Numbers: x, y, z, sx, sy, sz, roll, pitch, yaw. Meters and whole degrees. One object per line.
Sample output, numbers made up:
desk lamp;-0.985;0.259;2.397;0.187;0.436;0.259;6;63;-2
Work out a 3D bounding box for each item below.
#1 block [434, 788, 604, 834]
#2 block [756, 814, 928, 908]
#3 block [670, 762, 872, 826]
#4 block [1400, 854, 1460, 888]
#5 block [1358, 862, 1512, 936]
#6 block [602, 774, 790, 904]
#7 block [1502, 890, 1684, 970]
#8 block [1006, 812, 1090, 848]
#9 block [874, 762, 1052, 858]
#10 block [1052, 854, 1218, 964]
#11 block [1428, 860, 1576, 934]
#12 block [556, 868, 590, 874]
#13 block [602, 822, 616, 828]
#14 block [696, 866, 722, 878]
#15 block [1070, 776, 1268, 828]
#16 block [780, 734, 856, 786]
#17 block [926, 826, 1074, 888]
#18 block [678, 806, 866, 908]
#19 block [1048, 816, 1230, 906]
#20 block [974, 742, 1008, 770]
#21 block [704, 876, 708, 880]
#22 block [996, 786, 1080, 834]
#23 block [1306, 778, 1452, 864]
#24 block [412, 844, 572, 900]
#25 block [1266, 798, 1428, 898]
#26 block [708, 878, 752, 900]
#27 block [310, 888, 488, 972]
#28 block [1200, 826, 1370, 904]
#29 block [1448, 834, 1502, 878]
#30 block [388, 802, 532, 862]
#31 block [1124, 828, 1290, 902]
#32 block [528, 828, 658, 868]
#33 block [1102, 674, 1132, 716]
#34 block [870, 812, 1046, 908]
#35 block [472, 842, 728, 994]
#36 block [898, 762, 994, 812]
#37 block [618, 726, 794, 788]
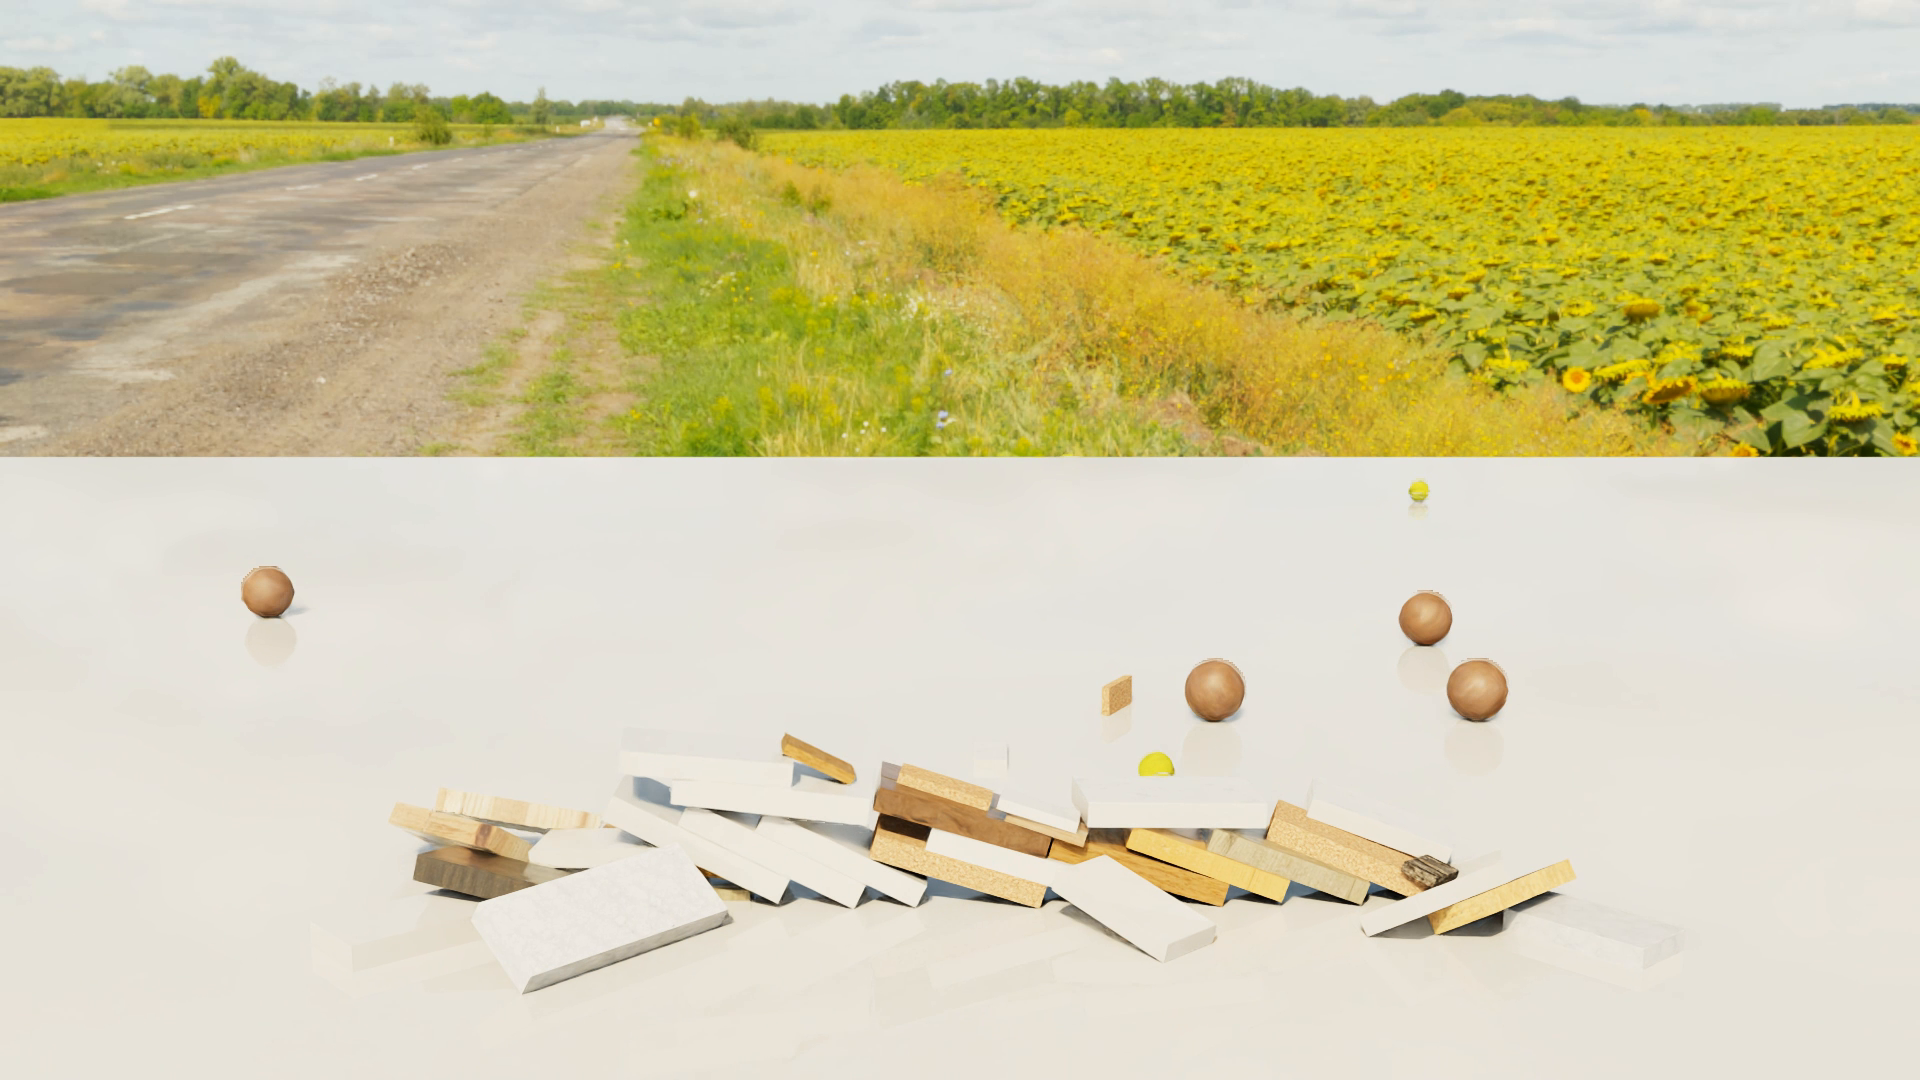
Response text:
block;-0.758;0.477;3.799;0.277;0.039;0.139;10;-13;-5
block;-0.193;0.507;3.657;0.292;0.041;0.146;26;10;-4
block;-0.307;0.407;3.622;0.319;0.045;0.159;7;11;-2
block;0.775;0.545;3.624;0.060;0.017;0.120;26;11;28
block;0.760;0.573;3.512;0.239;0.034;0.120;-9;-17;-42
block;-0.428;0.489;3.653;0.319;0.045;0.159;26;10;-4
block;0.995;0.612;3.458;0.123;0.035;0.246;-10;14;-42
block;0.145;0.464;3.599;0.134;0.019;0.067;18;11;7
block;0.004;0.446;3.639;0.292;0.041;0.146;16;10;-4
block;0.274;0.580;3.471;0.120;0.034;0.239;-10;29;-44
block;0.870;0.571;3.522;0.239;0.034;0.120;-10;-17;-42
block;-0.610;0.553;3.786;0.217;0.031;0.108;1;11;7
block;-0.566;0.514;3.845;0.108;0.031;0.217;2;-3;-5
block;-0.452;0.537;3.668;0.138;0.020;0.069;6;11;-1
block;0.345;0.434;3.650;0.298;0.042;0.149;1;10;-8
block;-0.234;0.361;3.620;0.126;0.018;0.063;27;7;-12
block;0.093;0.514;3.657;0.298;0.042;0.149;17;10;-2
block;-0.305;0.499;3.659;0.319;0.045;0.159;26;10;-4
block;0.294;0.527;3.670;0.298;0.042;0.149;16;10;-2
block;0.062;0.435;4.450;0.067;0.019;0.134;0;11;1
block;-0.492;0.560;3.669;0.138;0.020;0.069;1;11;5
block;0.129;0.441;3.589;0.134;0.019;0.067;17;11;3
block;0.715;0.482;3.760;0.246;0.035;0.123;20;13;5
block;-0.712;0.552;3.546;0.295;0.042;0.148;12;0;11
block;0.651;0.518;3.684;0.272;0.039;0.136;22;10;8
block;-0.416;0.580;3.667;0.138;0.020;0.069;0;11;1
block;-0.853;0.606;3.469;0.295;0.042;0.148;-9;14;-40
block;0.538;0.523;3.662;0.272;0.039;0.136;20;10;-3
block;0.806;0.540;3.844;0.123;0.035;0.246;-9;14;-40
block;-0.836;0.511;3.753;0.277;0.039;0.139;6;-24;40
block;0.407;0.517;3.657;0.272;0.039;0.136;20;10;-2
block;-0.595;0.512;3.659;0.217;0.031;0.108;-3;11;9
block;0.345;0.341;4.836;0.018;0.063;0.126;5;12;27
block;-0.002;0.529;3.660;0.292;0.041;0.146;17;10;-2
block;-0.551;0.580;3.400;0.386;0.042;0.148;-11;50;-46
block;-0.024;0.407;3.630;0.157;0.018;0.063;17;10;1
block;-0.416;0.354;3.598;0.277;0.039;0.139;5;11;-8
